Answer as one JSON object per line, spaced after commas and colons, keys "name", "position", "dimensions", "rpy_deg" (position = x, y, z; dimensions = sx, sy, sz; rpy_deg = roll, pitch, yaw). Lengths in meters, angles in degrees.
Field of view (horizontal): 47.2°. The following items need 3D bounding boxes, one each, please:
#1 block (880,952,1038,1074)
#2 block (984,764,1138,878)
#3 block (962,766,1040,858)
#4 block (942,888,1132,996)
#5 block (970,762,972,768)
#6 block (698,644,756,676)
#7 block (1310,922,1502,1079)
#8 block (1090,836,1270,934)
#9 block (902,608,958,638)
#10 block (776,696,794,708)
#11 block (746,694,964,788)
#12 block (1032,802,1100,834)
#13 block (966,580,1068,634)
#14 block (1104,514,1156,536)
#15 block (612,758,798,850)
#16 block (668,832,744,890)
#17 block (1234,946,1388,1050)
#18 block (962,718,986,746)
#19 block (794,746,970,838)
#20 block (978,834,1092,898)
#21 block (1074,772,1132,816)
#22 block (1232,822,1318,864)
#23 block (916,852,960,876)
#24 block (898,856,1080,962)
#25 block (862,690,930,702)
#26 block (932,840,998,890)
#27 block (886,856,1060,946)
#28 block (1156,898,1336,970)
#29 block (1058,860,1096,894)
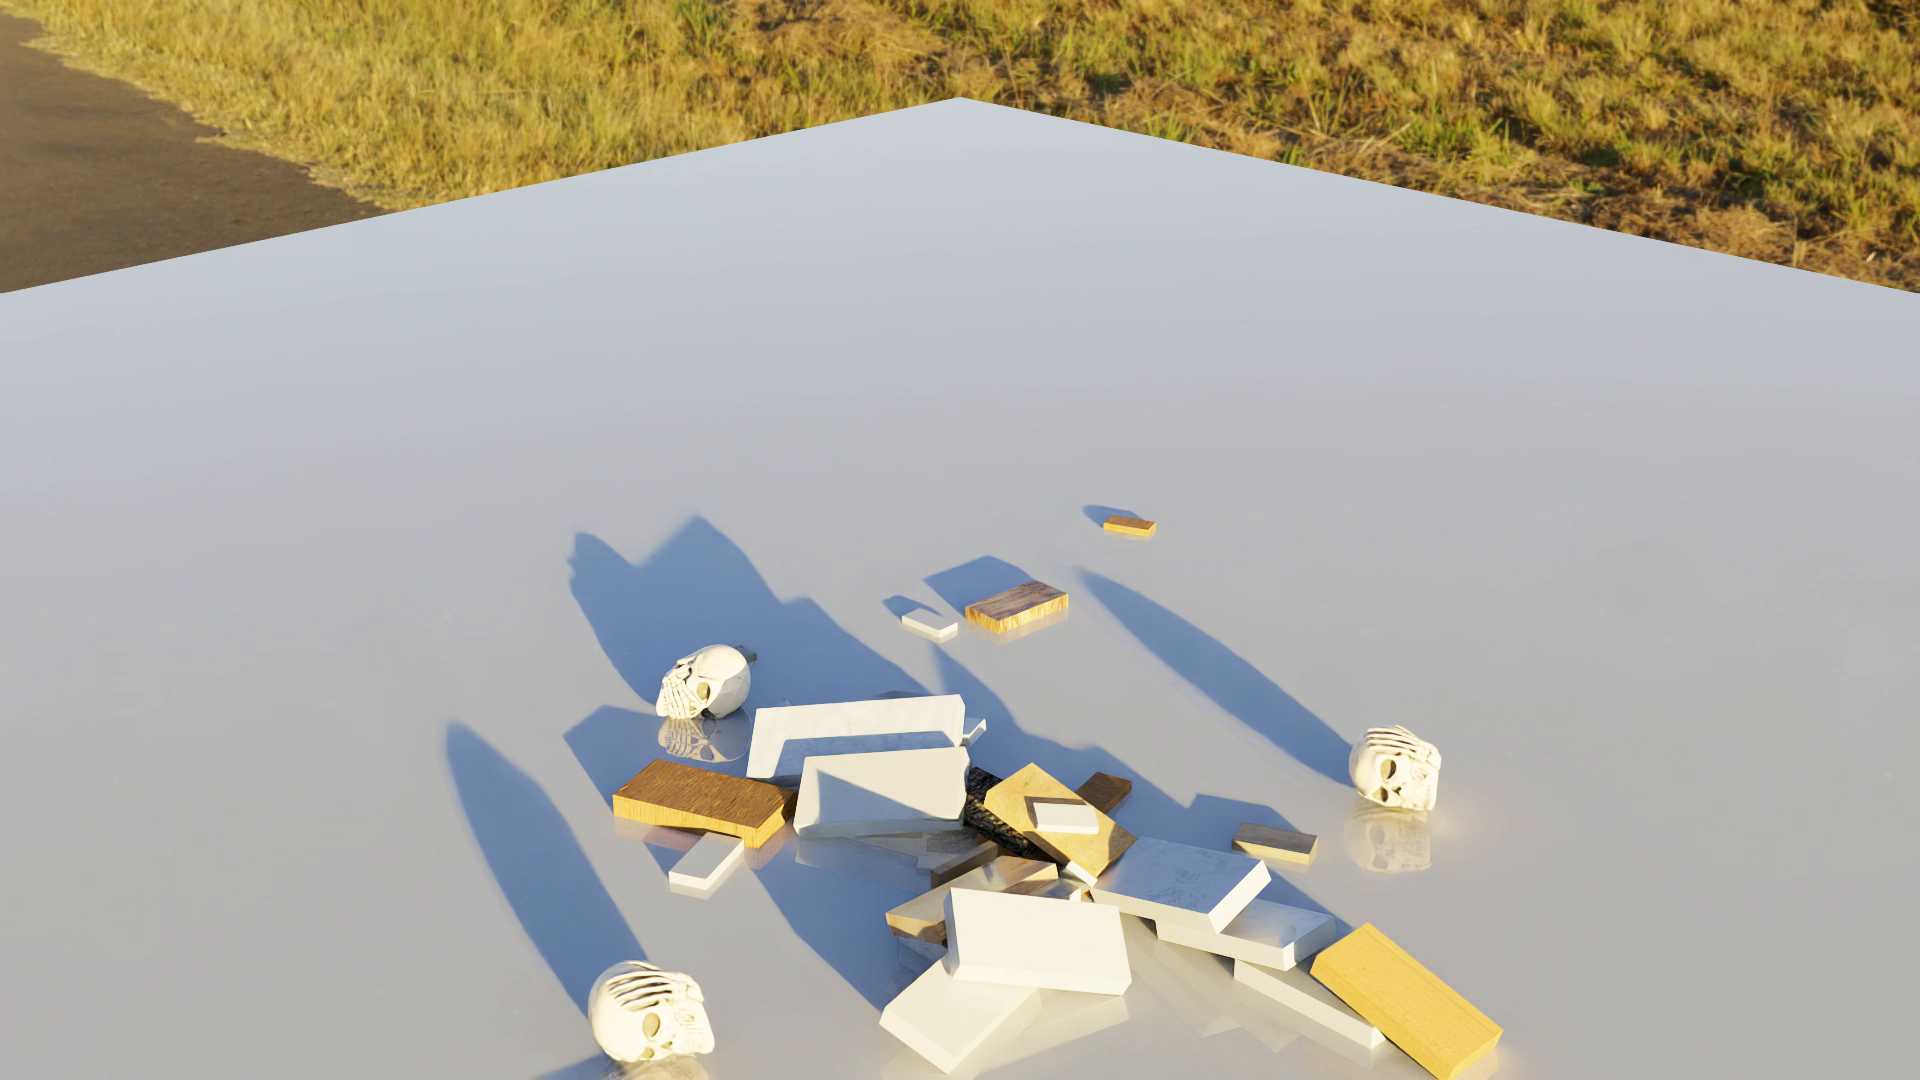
{"name": "block", "position": [0.006, 0.788, 3.790], "dimensions": [0.146, 0.041, 0.292], "rpy_deg": [32, 35, 20]}
{"name": "block", "position": [0.195, 0.545, 4.236], "dimensions": [0.275, 0.039, 0.138], "rpy_deg": [34, 39, 27]}
{"name": "block", "position": [0.077, 0.535, 4.349], "dimensions": [0.138, 0.039, 0.275], "rpy_deg": [-20, 30, -39]}
{"name": "block", "position": [0.135, 0.705, 3.864], "dimensions": [0.318, 0.045, 0.159], "rpy_deg": [9, 44, -17]}
{"name": "block", "position": [-0.035, 0.471, 4.506], "dimensions": [0.111, 0.016, 0.055], "rpy_deg": [-8, 13, 37]}
{"name": "block", "position": [-0.538, 0.278, 5.084], "dimensions": [0.123, 0.017, 0.062], "rpy_deg": [-19, 30, -38]}
{"name": "block", "position": [0.760, 0.786, 3.750], "dimensions": [0.148, 0.042, 0.296], "rpy_deg": [-21, 47, -40]}
{"name": "block", "position": [0.401, 0.632, 4.046], "dimensions": [0.159, 0.045, 0.318], "rpy_deg": [-38, 24, -31]}
{"name": "block", "position": [-0.073, 0.198, 5.272], "dimensions": [0.123, 0.017, 0.062], "rpy_deg": [20, 30, 38]}
{"name": "block", "position": [-0.372, 0.404, 4.717], "dimensions": [0.080, 0.023, 0.159], "rpy_deg": [-47, 30, 2]}
{"name": "block", "position": [-0.214, 0.415, 4.521], "dimensions": [0.440, 0.047, 0.166], "rpy_deg": [-5, 53, 15]}
{"name": "block", "position": [0.202, 0.533, 4.207], "dimensions": [0.120, 0.017, 0.060], "rpy_deg": [5, 35, -12]}
{"name": "block", "position": [0.139, 0.161, 5.340], "dimensions": [0.233, 0.033, 0.117], "rpy_deg": [-20, 30, -39]}
{"name": "block", "position": [0.450, -0.039, 5.829], "dimensions": [0.123, 0.017, 0.062], "rpy_deg": [10, 25, 22]}
{"name": "block", "position": [-0.514, 0.532, 4.448], "dimensions": [0.332, 0.047, 0.166], "rpy_deg": [10, 25, 22]}
{"name": "block", "position": [-0.491, 0.622, 4.267], "dimensions": [0.080, 0.023, 0.159], "rpy_deg": [9, 25, 20]}
{"name": "block", "position": [0.645, 0.782, 3.863], "dimensions": [0.148, 0.042, 0.296], "rpy_deg": [-21, 31, -40]}
{"name": "block", "position": [-0.048, 0.395, 4.569], "dimensions": [0.181, 0.026, 0.090], "rpy_deg": [2, 18, 22]}
{"name": "block", "position": [-0.154, 0.501, 4.362], "dimensions": [0.332, 0.047, 0.166], "rpy_deg": [-5, 47, 14]}
{"name": "block", "position": [0.184, 0.603, 4.289], "dimensions": [0.275, 0.039, 0.138], "rpy_deg": [18, 29, 36]}
{"name": "block", "position": [0.279, 0.526, 4.492], "dimensions": [0.080, 0.023, 0.159], "rpy_deg": [13, 26, 28]}
{"name": "block", "position": [0.619, 0.596, 4.329], "dimensions": [0.154, 0.022, 0.077], "rpy_deg": [9, 24, 19]}
{"name": "block", "position": [-0.022, 0.630, 4.255], "dimensions": [0.120, 0.017, 0.060], "rpy_deg": [3, 23, 8]}
{"name": "block", "position": [0.057, 0.693, 4.069], "dimensions": [0.318, 0.045, 0.159], "rpy_deg": [-21, 31, -40]}
{"name": "block", "position": [-0.123, 0.358, 4.767], "dimensions": [0.117, 0.033, 0.233], "rpy_deg": [6, 2, 14]}
{"name": "block", "position": [0.009, 0.634, 4.168], "dimensions": [0.154, 0.077, 0.022], "rpy_deg": [-21, 31, -40]}
{"name": "block", "position": [0.024, 0.653, 4.000], "dimensions": [0.292, 0.041, 0.146], "rpy_deg": [-20, 12, -39]}
{"name": "block", "position": [0.514, 0.700, 3.971], "dimensions": [0.148, 0.042, 0.296], "rpy_deg": [-21, 17, -40]}
{"name": "block", "position": [0.216, 0.632, 4.110], "dimensions": [0.060, 0.120, 0.017], "rpy_deg": [37, 72, 3]}
